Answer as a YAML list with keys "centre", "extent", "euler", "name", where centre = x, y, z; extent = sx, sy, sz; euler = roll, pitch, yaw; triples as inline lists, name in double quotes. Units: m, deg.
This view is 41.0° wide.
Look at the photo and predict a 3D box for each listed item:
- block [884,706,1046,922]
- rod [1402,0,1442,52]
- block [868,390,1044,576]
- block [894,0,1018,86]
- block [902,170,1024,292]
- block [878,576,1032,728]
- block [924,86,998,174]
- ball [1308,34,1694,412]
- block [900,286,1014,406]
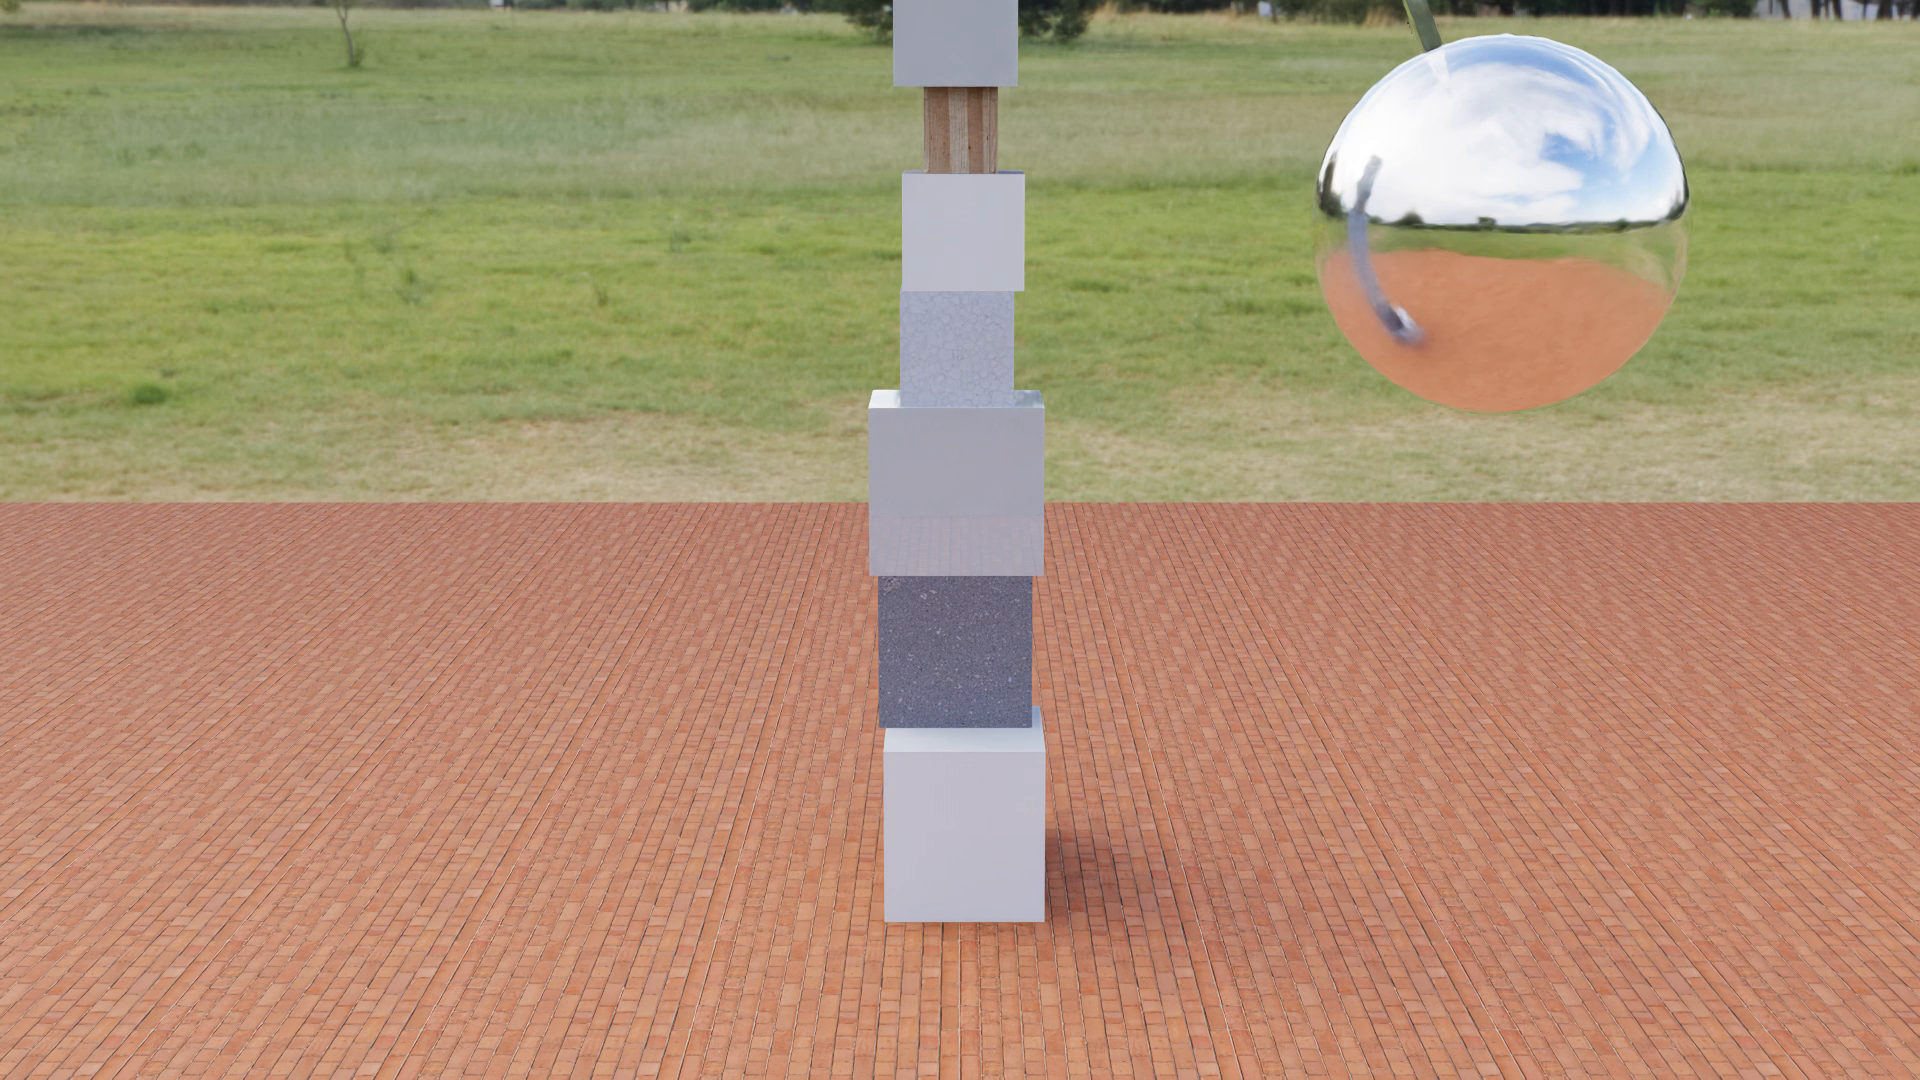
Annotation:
- centre: [0.019, 1.169, 11.078]
  extent: [0.672, 0.737, 0.790]
  euler: [0, 10, 0]
  name: "block"
- centre: [0.994, -4.434, 10.374]
  extent: [0.080, 5.200, 0.080]
  euler: [-22, 10, 4]
  name: "rod"
- centre: [-0.015, -0.257, 11.134]
  extent: [0.740, 0.717, 0.629]
  euler: [0, 10, 0]
  name: "block"
- centre: [-0.018, -2.195, 10.781]
  extent: [0.513, 0.567, 0.495]
  euler: [0, 10, 0]
  name: "block"
- centre: [0.014, -1.325, 10.939]
  extent: [0.509, 0.484, 0.530]
  euler: [0, 10, 0]
  name: "block"
- centre: [-0.020, 0.423, 11.257]
  extent: [0.657, 0.666, 0.624]
  euler: [0, 10, 0]
  name: "block"
- centre: [0.003, -1.739, 10.864]
  extent: [0.308, 0.359, 0.340]
  euler: [0, 10, 0]
  name: "block"
- centre: [2.295, -1.343, 10.936]
  extent: [1.600, 1.600, 1.600]
  euler: [0, 10, 0]
  name: "ball"
- centre: [-0.013, -0.848, 11.026]
  extent: [0.478, 0.486, 0.557]
  euler: [0, 10, 0]
  name: "block"
